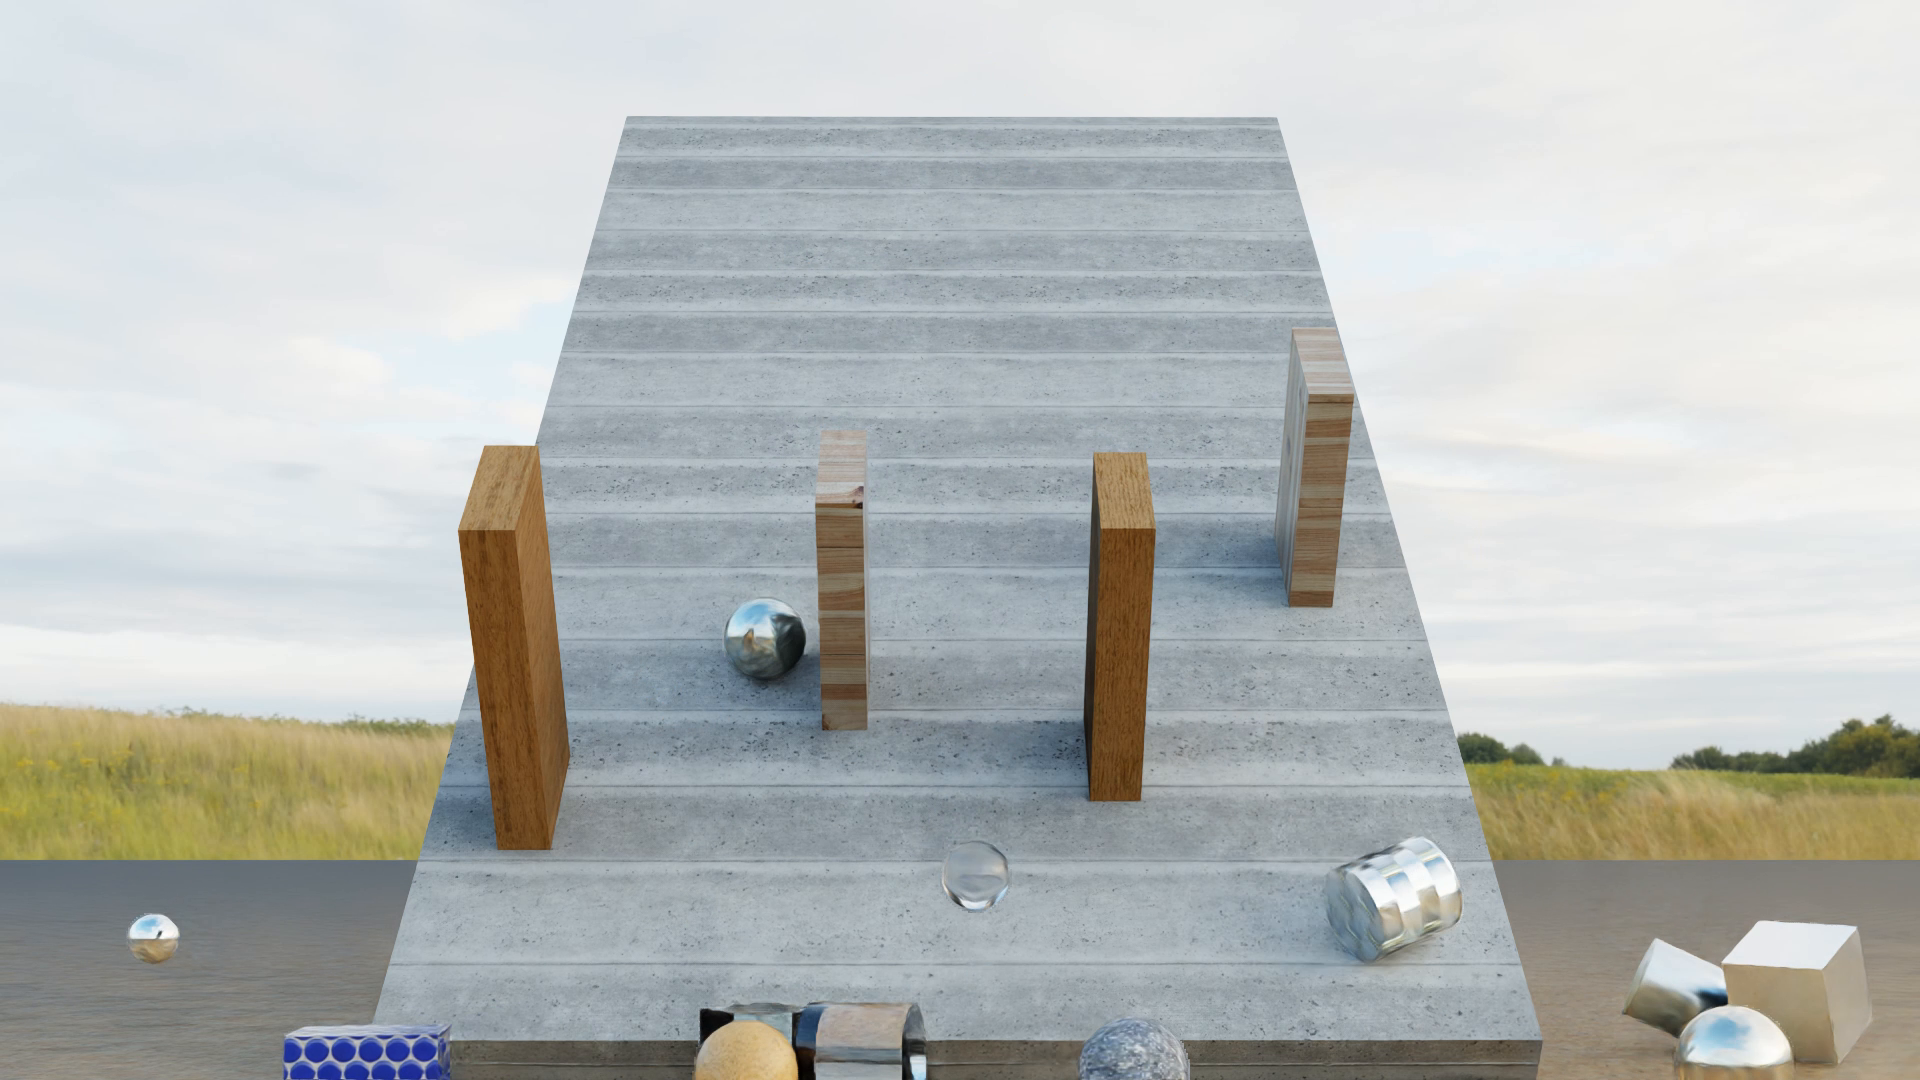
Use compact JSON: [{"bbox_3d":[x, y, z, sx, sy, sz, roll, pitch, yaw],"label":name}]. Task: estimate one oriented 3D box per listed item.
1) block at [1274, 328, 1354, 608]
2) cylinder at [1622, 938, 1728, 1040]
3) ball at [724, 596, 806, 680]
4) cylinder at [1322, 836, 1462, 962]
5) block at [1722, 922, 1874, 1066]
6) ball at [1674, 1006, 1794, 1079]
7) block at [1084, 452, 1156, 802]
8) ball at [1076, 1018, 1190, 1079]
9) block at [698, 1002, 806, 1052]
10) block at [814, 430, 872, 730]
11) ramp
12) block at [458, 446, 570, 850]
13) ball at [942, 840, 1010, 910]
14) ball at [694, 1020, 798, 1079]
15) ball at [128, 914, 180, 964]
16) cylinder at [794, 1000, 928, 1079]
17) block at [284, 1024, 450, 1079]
[{"bbox_3d":[0.756,-0.154,5.266,0.093,0.527,0.292,0,33,0],"label":"block"},{"bbox_3d":[1.448,0.915,4.943,0.167,0.167,0.167,24,-2,12],"label":"cylinder"},{"bbox_3d":[-0.400,0.201,5.034,0.169,0.169,0.169,0,-7,0],"label":"ball"},{"bbox_3d":[0.767,0.636,4.355,0.174,0.174,0.174,-17,1,-25],"label":"cylinder"},{"bbox_3d":[1.604,0.864,4.698,0.194,0.194,0.194,-4,15,40],"label":"block"},{"bbox_3d":[1.138,0.771,3.610,0.169,0.169,0.169,0,-7,0],"label":"ball"},{"bbox_3d":[0.300,0.169,4.669,0.098,0.621,0.267,0,33,0],"label":"block"},{"bbox_3d":[0.247,0.762,3.503,0.160,0.160,0.160,0,-7,0],"label":"ball"},{"bbox_3d":[-0.314,0.816,3.895,0.143,0.143,0.143,-4,-7,45],"label":"block"},{"bbox_3d":[-0.230,0.082,4.883,0.090,0.534,0.274,0,33,0],"label":"block"},{"bbox_3d":[-0.015,-0.183,5.888,2.000,0.100,4.000,0,33,0],"label":"ramp"},{"bbox_3d":[-0.815,0.204,4.525,0.098,0.709,0.288,0,33,0],"label":"block"},{"bbox_3d":[0.029,0.607,4.442,0.125,0.125,0.125,0,-7,0],"label":"ball"},{"bbox_3d":[-0.312,0.778,3.588,0.151,0.151,0.151,0,-7,0],"label":"ball"},{"bbox_3d":[-2.896,1.433,8.815,0.176,0.176,0.176,0,-7,0],"label":"ball"},{"bbox_3d":[-0.151,0.793,3.764,0.165,0.165,0.165,0,-7,14],"label":"cylinder"},{"bbox_3d":[-0.719,0.687,2.984,0.178,0.178,0.178,1,-7,-7],"label":"block"}]
